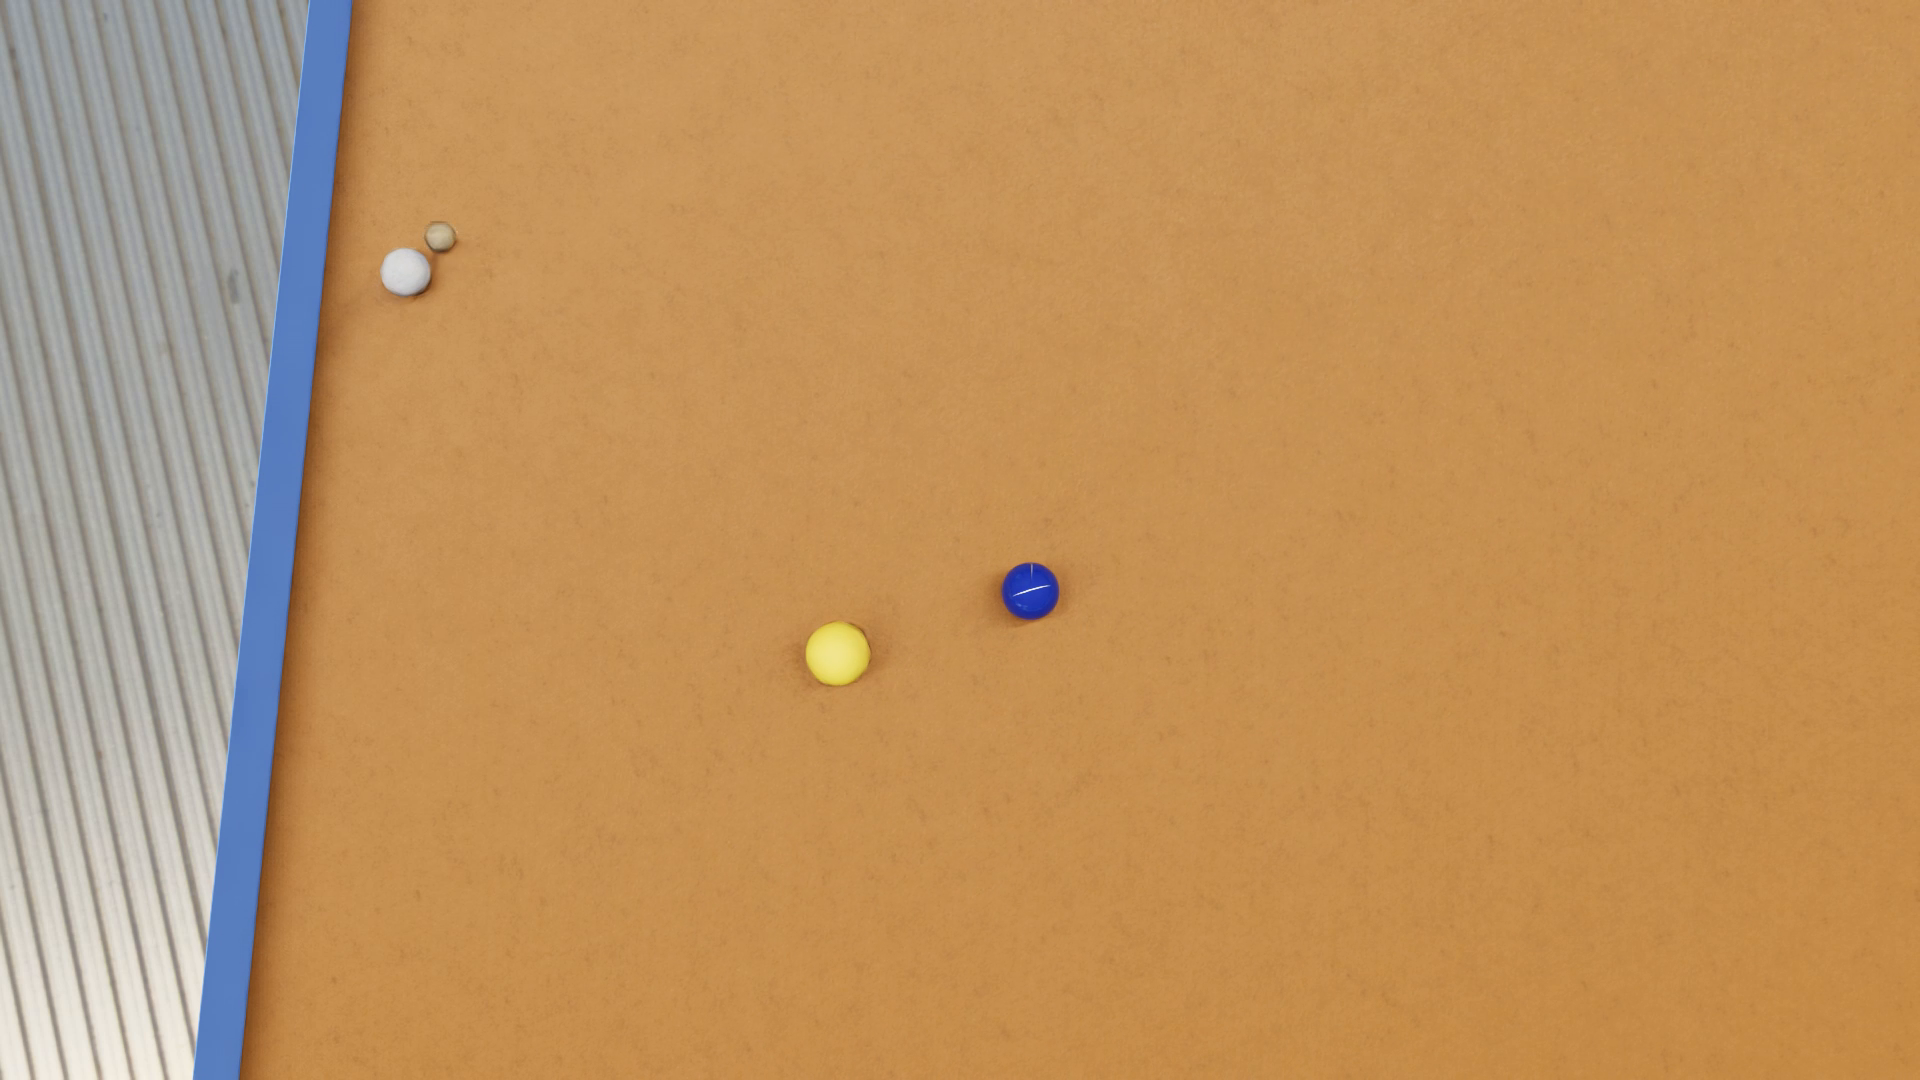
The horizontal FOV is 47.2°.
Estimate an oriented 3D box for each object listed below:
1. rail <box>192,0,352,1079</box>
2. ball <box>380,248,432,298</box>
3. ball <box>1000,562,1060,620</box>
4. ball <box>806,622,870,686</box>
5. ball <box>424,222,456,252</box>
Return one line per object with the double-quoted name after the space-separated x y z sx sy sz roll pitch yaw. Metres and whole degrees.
-0.998 -0.064 3.249 0.045 0.122 2.071 3 82 0 "rail"
-0.838 -0.404 3.323 0.074 0.074 0.074 0 82 0 "ball"
0.104 0.076 3.247 0.087 0.087 0.087 0 82 0 "ball"
-0.179 0.167 3.231 0.094 0.094 0.094 0 82 0 "ball"
-0.791 -0.461 3.346 0.045 0.045 0.045 0 82 0 "ball"
